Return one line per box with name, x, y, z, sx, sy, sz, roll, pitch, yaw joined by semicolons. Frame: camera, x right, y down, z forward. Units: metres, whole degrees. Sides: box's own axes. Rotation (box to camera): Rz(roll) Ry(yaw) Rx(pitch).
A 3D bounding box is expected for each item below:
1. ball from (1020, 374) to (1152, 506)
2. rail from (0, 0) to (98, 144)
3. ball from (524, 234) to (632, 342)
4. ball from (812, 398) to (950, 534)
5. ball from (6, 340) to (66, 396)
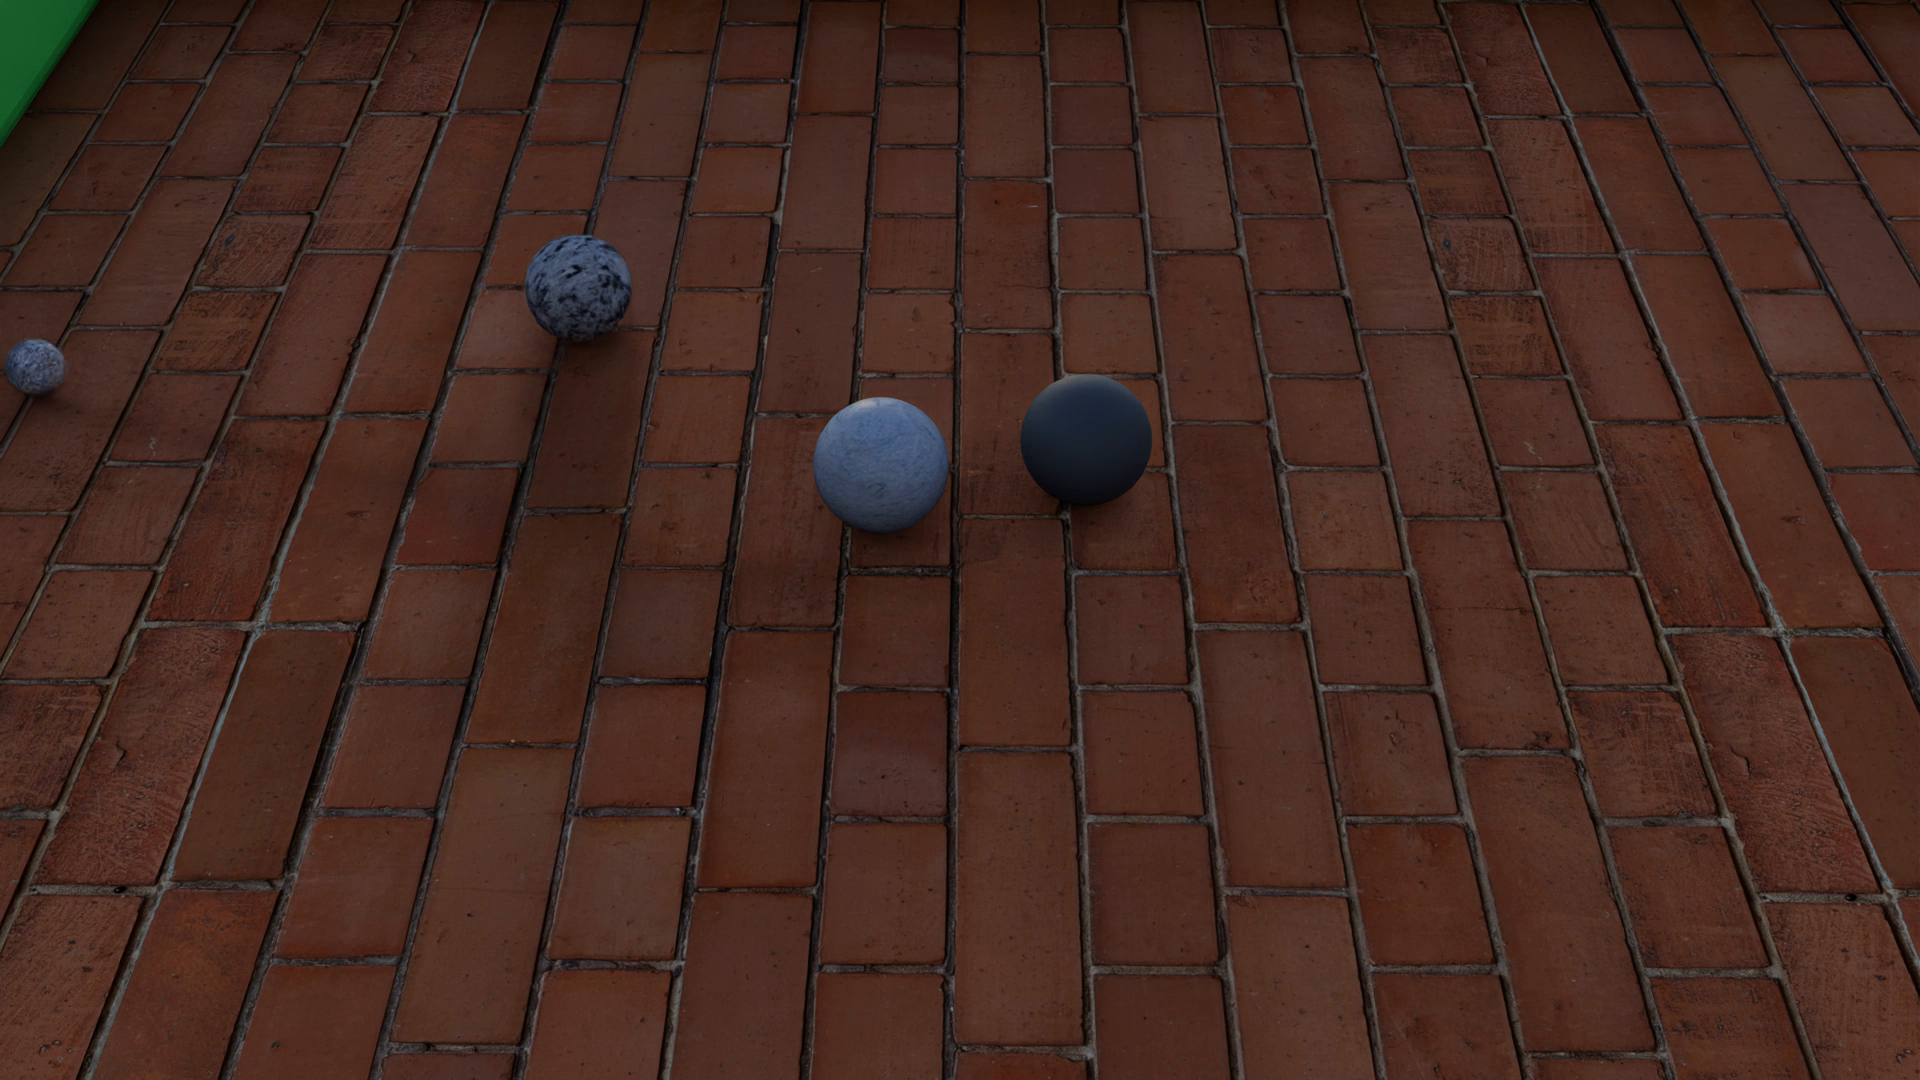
ball;0.088;-0.070;1.785;0.092;0.092;0.092;0;36;0
rail;-0.822;-0.023;1.692;0.045;0.121;1.965;0;36;0
ball;-0.293;-0.193;1.965;0.081;0.081;0.081;0;36;0
ball;-0.054;-0.051;1.758;0.093;0.093;0.093;0;36;0
ball;-0.687;-0.128;1.909;0.042;0.042;0.042;0;36;0
